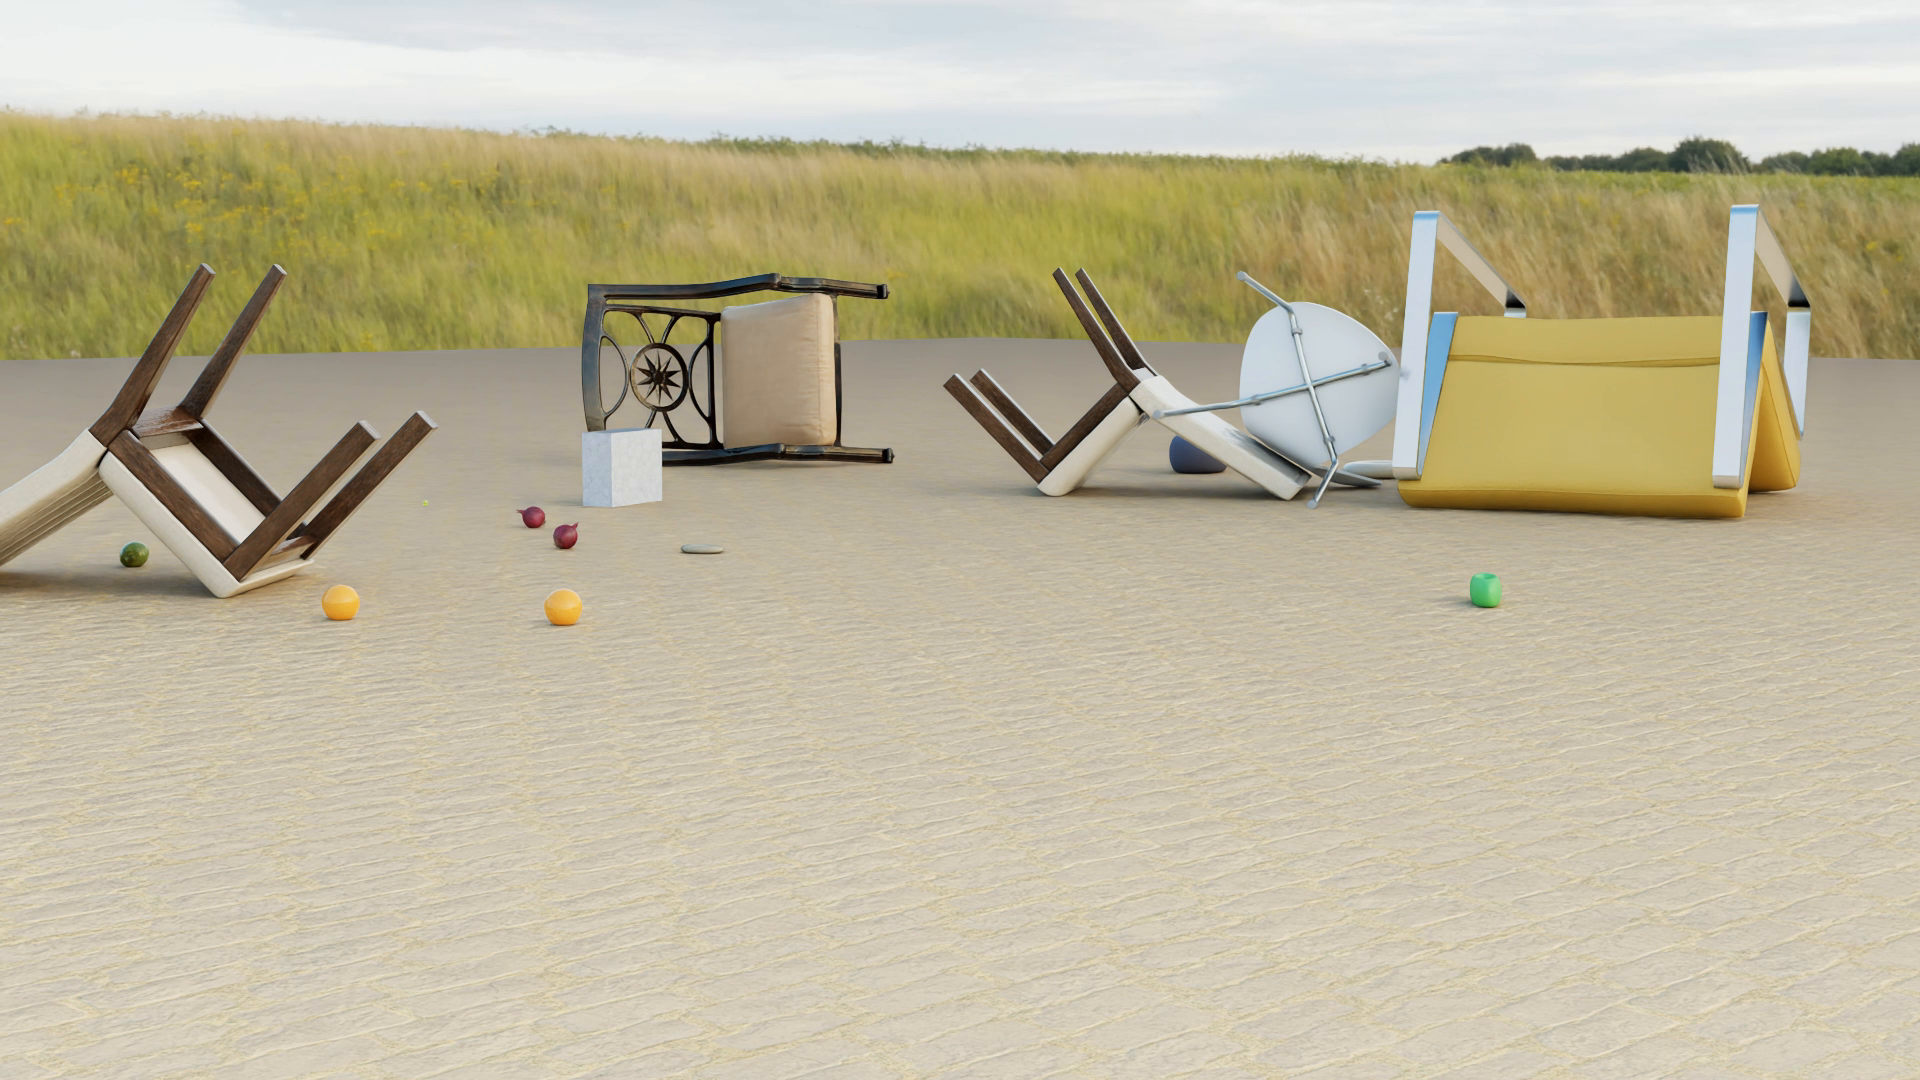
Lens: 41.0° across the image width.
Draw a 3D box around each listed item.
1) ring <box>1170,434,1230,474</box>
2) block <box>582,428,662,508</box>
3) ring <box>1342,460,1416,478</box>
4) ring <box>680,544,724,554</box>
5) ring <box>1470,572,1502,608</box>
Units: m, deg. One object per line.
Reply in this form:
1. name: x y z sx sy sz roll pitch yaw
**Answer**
1. ring: 0.807 -0.292 8.633 0.192 0.129 0.261 1 5 30
2. block: -0.979 -0.212 7.444 0.102 0.211 0.255 3 7 27
3. ring: 1.374 -0.230 8.404 0.244 0.051 0.200 -1 5 -7
4. ring: -0.616 0.021 6.119 0.110 0.018 0.072 3 7 23
5. ring: 1.058 0.101 5.165 0.062 0.057 0.180 -2 5 8
